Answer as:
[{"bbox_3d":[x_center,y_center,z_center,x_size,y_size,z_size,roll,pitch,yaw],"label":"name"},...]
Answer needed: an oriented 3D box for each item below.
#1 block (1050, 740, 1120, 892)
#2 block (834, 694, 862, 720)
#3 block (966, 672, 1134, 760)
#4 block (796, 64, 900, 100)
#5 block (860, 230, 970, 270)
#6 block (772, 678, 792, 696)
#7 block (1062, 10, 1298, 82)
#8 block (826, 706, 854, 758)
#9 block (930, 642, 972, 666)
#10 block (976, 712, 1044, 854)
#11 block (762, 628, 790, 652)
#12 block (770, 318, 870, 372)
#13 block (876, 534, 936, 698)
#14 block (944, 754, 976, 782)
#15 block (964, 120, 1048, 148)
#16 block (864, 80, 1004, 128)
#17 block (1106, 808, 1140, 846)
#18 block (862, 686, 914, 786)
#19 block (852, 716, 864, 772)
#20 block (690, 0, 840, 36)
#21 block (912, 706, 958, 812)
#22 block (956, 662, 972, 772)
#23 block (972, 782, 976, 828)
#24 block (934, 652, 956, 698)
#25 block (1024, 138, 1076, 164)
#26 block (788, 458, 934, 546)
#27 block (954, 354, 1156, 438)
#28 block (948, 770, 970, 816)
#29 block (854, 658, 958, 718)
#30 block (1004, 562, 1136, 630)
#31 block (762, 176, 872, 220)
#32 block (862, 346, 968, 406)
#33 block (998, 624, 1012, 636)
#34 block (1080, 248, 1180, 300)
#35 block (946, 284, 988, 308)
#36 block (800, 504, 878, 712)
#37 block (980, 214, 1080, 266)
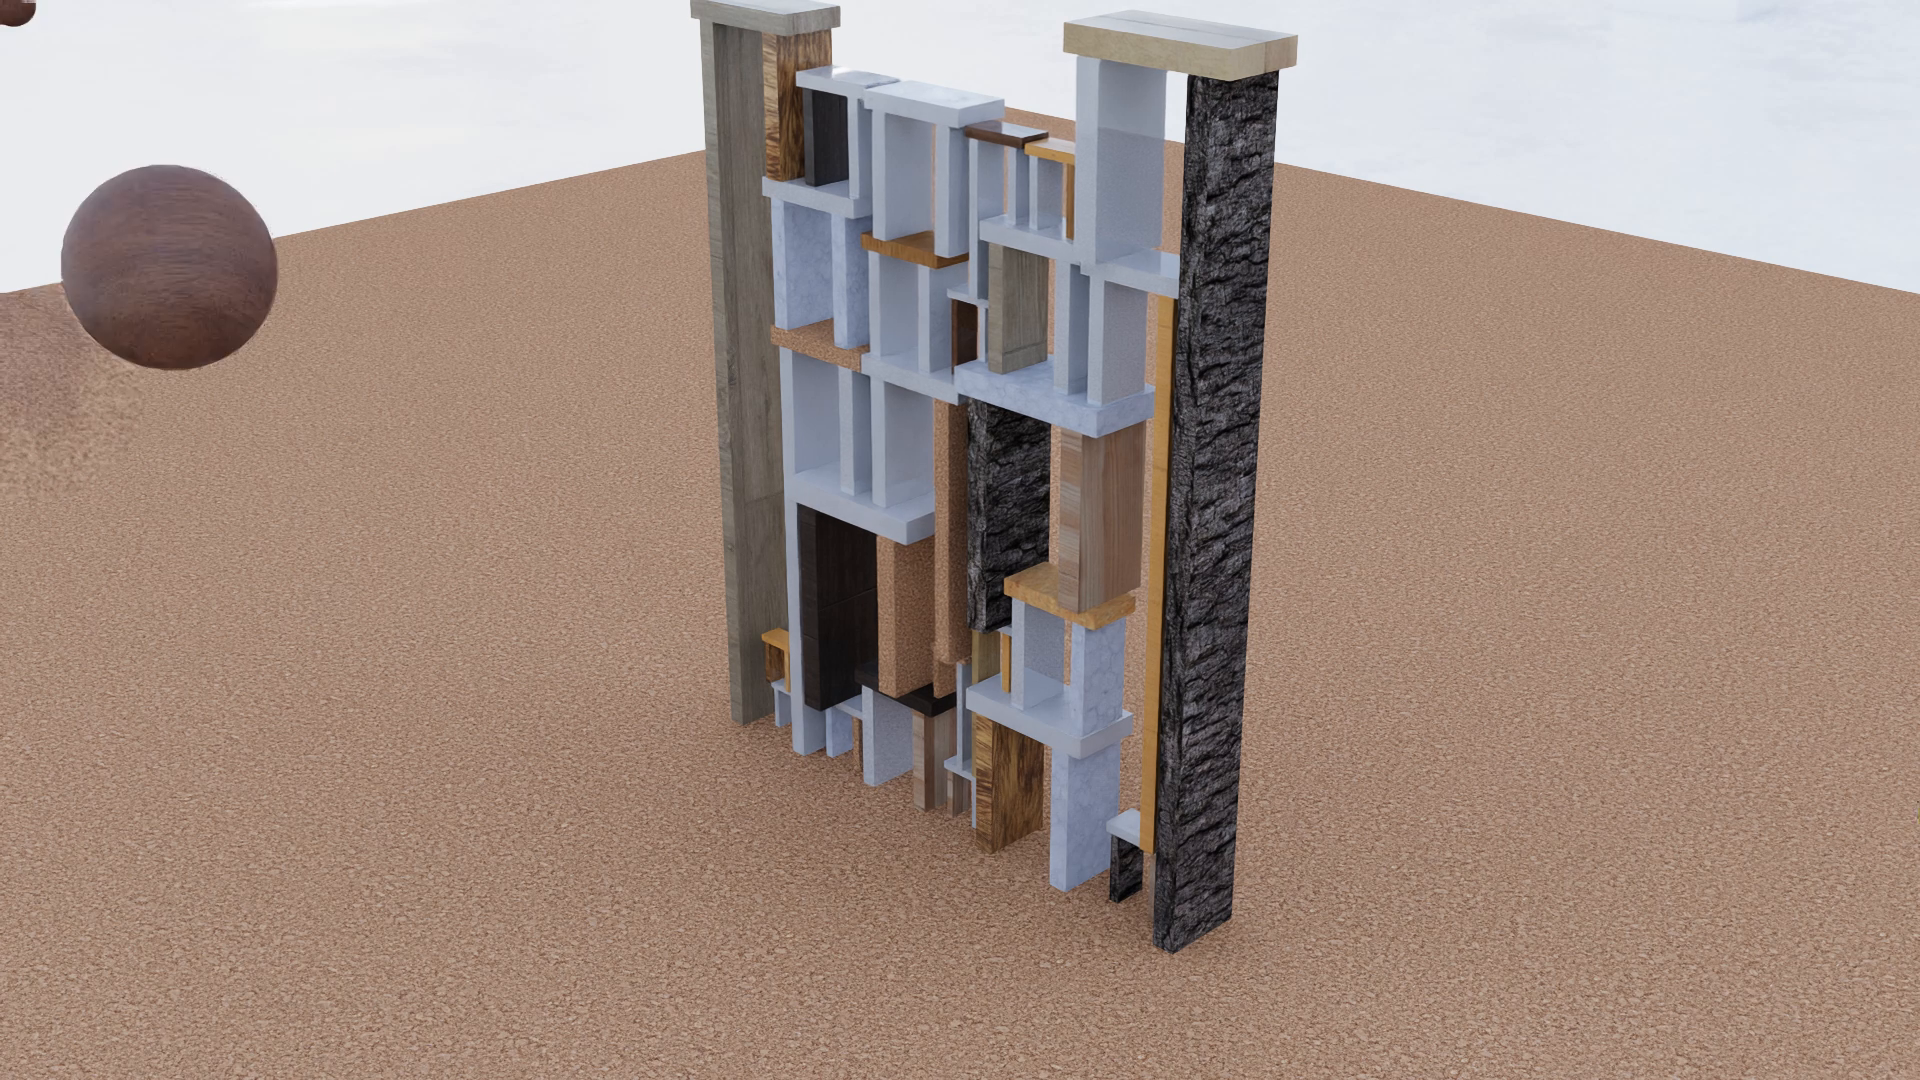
[{"bbox_3d":[0.238,0.508,4.185,0.042,0.296,0.148,21,31,41],"label":"block"},{"bbox_3d":[-0.227,0.338,4.615,0.127,0.018,0.063,21,31,40],"label":"block"},{"bbox_3d":[0.168,0.325,4.183,0.296,0.042,0.148,21,31,41],"label":"block"},{"bbox_3d":[-0.208,-0.850,4.084,0.185,0.026,0.093,21,31,40],"label":"block"},{"bbox_3d":[-0.077,-0.545,4.076,0.203,0.029,0.101,21,31,41],"label":"block"},{"bbox_3d":[-0.361,0.319,4.758,0.092,0.013,0.046,21,31,41],"label":"block"},{"bbox_3d":[0.348,-0.791,3.502,0.340,0.048,0.170,21,31,40],"label":"block"},{"bbox_3d":[-0.255,0.393,4.672,0.063,0.127,0.018,-21,31,-41],"label":"block"},{"bbox_3d":[-0.007,0.218,4.319,0.050,0.014,0.099,-21,31,-40],"label":"block"},{"bbox_3d":[0.099,0.453,4.314,0.042,0.296,0.148,21,31,41],"label":"block"},{"bbox_3d":[-0.376,0.216,4.720,0.096,0.014,0.048,21,31,41],"label":"block"},{"bbox_3d":[-0.237,-0.390,4.314,0.260,0.037,0.130,21,31,41],"label":"block"},{"bbox_3d":[-0.084,0.128,4.366,0.170,0.340,0.048,-21,31,-41],"label":"block"},{"bbox_3d":[0.023,0.457,4.397,0.104,0.015,0.052,21,31,41],"label":"block"},{"bbox_3d":[0.081,-0.707,3.828,0.137,0.019,0.068,21,31,40],"label":"block"},{"bbox_3d":[-0.047,-0.783,3.946,0.238,0.034,0.119,21,31,40],"label":"block"},{"bbox_3d":[0.349,0.545,4.085,0.143,0.020,0.072,21,31,40],"label":"block"},{"bbox_3d":[-0.149,0.389,4.557,0.032,0.225,0.113,21,31,41],"label":"block"},{"bbox_3d":[-0.195,0.417,4.617,0.018,0.127,0.063,21,31,41],"label":"block"},{"bbox_3d":[-0.373,-1.009,4.202,0.140,0.040,0.279,-21,31,-40],"label":"block"},{"bbox_3d":[-0.043,0.430,4.459,0.113,0.225,0.032,-21,31,-41],"label":"block"},{"bbox_3d":[0.017,0.342,4.346,0.050,0.237,0.014,-21,31,-40],"label":"block"},{"bbox_3d":[0.048,0.522,4.398,0.052,0.104,0.015,-21,31,-41],"label":"block"},{"bbox_3d":[-0.030,0.261,4.362,0.049,0.099,0.014,-21,31,-40],"label":"block"},{"bbox_3d":[0.179,-0.661,3.744,0.129,0.018,0.064,21,31,41],"label":"block"},{"bbox_3d":[-0.165,-0.082,4.363,0.340,0.048,0.170,21,31,40],"label":"block"},{"bbox_3d":[0.173,-0.268,3.929,0.172,0.049,0.344,-21,31,-41],"label":"block"},{"bbox_3d":[-0.002,0.502,4.443,0.015,0.104,0.052,21,31,41],"label":"block"},{"bbox_3d":[-0.096,0.291,4.458,0.113,0.032,0.225,-21,31,-40],"label":"block"},{"bbox_3d":[0.201,0.101,4.043,0.224,0.032,0.112,21,31,40],"label":"block"},{"bbox_3d":[-0.244,-0.667,4.207,0.260,0.037,0.130,21,31,40],"label":"block"},{"bbox_3d":[-0.049,-0.317,4.140,0.130,0.037,0.261,-21,31,-40],"label":"block"},{"bbox_3d":[0.080,0.151,4.206,0.122,0.017,0.061,21,31,41],"label":"block"},{"bbox_3d":[0.324,-0.449,3.673,0.113,0.032,0.227,-22,31,-40],"label":"block"},{"bbox_3d":[0.032,-0.444,3.995,0.104,0.015,0.052,21,31,40],"label":"block"},{"bbox_3d":[-0.246,0.117,4.534,0.048,0.452,0.170,21,31,40],"label":"block"},{"bbox_3d":[0.161,-0.529,3.828,0.119,0.034,0.238,-21,31,-41],"label":"block"}]
